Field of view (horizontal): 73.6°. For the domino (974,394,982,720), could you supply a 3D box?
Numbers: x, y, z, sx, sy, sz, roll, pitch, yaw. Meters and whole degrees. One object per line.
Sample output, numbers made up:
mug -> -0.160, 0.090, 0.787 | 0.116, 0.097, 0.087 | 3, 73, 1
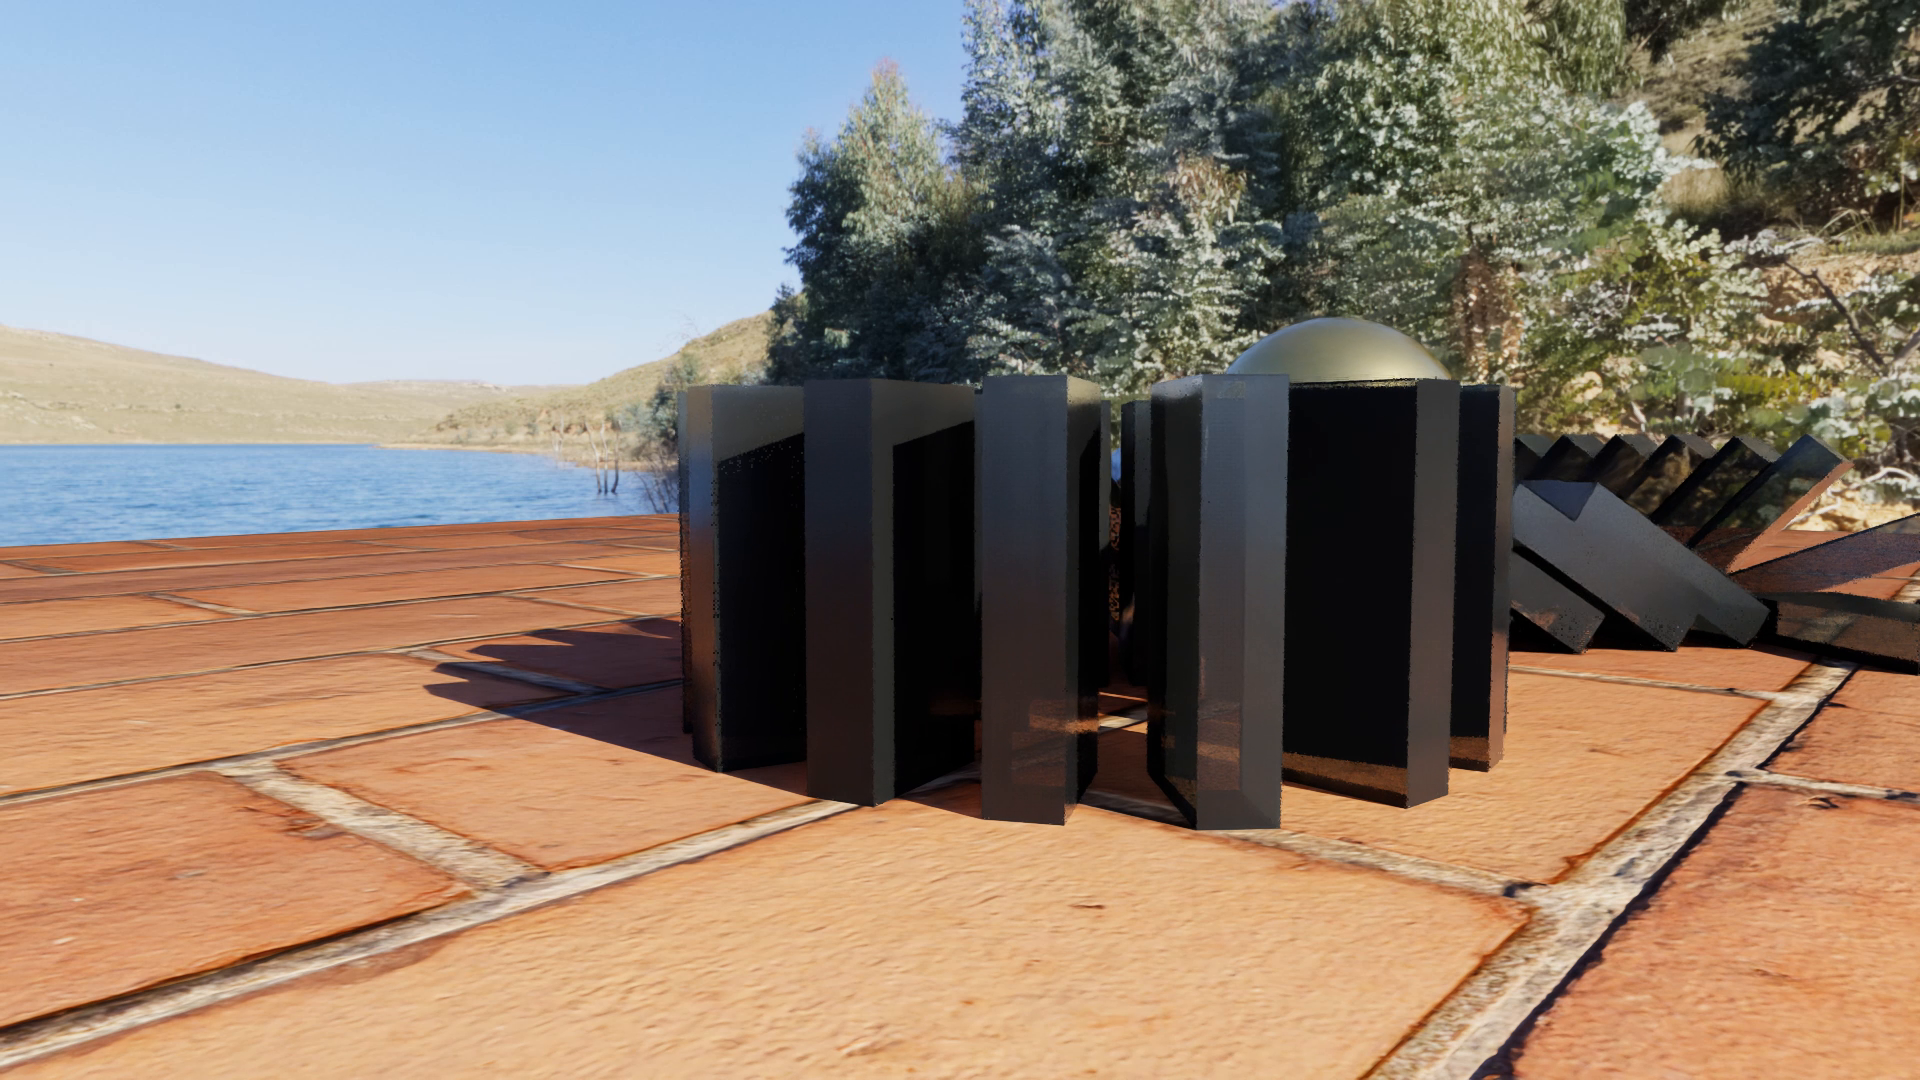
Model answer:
domino -> 0.000, 0.002, 0.201 | 0.025, 0.050, 0.009 | 0, 4, 0

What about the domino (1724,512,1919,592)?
domino -> 0.202, 0.005, 0.294 | 0.050, 0.009, 0.025 | -26, -17, 35

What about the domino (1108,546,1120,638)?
domino -> 0.023, 0.002, 0.261 | 0.010, 0.050, 0.025 | -45, 9, -3

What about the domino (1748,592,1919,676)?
domino -> 0.186, 0.018, 0.261 | 0.025, 0.010, 0.050 | 0, 4, -6

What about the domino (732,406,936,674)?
domino -> -0.024, 0.000, 0.242 | 0.009, 0.050, 0.025 | -31, 18, -24

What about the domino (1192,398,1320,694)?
domino -> 0.053, 0.000, 0.228 | 0.025, 0.050, 0.010 | -4, 6, -44

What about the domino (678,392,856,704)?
domino -> -0.030, 0.001, 0.208 | 0.025, 0.050, 0.010 | 0, 15, 2

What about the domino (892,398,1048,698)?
domino -> 0.002, 0.001, 0.220 | 0.025, 0.050, 0.010 | 1, 5, 16

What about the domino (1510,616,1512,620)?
domino -> 0.087, 0.004, 0.266 | 0.050, 0.009, 0.025 | 36, 0, -8

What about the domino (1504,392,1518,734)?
domino -> 0.069, 0.003, 0.193 | 0.025, 0.050, 0.009 | 1, 4, 8

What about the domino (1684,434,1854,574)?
domino -> 0.189, -0.003, 0.309 | 0.025, 0.050, 0.010 | -1, 45, -50

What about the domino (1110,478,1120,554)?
domino -> 0.036, 0.002, 0.264 | 0.009, 0.050, 0.025 | -45, 9, -3

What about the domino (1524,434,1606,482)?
domino -> 0.151, -0.006, 0.342 | 0.025, 0.050, 0.009 | -5, 45, -48

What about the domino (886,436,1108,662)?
domino -> 0.007, 0.001, 0.257 | 0.009, 0.050, 0.025 | -42, 11, -6

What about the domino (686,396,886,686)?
domino -> -0.030, 0.000, 0.225 | 0.025, 0.050, 0.009 | 1, 24, 20

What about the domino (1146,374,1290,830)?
domino -> 0.030, 0.006, 0.152 | 0.010, 0.050, 0.025 | 0, 4, -4

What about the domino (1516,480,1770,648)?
domino -> 0.143, 0.005, 0.273 | 0.050, 0.010, 0.025 | 32, -3, -13

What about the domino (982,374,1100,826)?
domino -> 0.010, 0.006, 0.154 | 0.010, 0.050, 0.025 | 1, 4, 14

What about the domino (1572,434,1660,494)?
domino -> 0.160, -0.005, 0.334 | 0.025, 0.050, 0.010 | -5, 45, -48

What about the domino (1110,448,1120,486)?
domino -> 0.050, 0.002, 0.264 | 0.050, 0.010, 0.025 | 45, -2, -8

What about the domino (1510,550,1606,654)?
domino -> 0.106, 0.005, 0.268 | 0.050, 0.009, 0.025 | 33, 0, -8

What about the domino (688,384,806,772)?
domino -> -0.023, 0.004, 0.175 | 0.025, 0.050, 0.010 | -2, 5, -30

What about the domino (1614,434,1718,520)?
domino -> 0.170, -0.004, 0.326 | 0.025, 0.050, 0.009 | -5, 45, -48

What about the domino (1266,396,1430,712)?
domino -> 0.064, 0.002, 0.212 | 0.025, 0.050, 0.010 | -2, 5, -26

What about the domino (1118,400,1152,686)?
domino -> 0.035, 0.000, 0.236 | 0.009, 0.050, 0.025 | 0, 4, 2

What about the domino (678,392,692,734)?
domino -> -0.029, 0.003, 0.193 | 0.025, 0.050, 0.009 | -1, 6, -8

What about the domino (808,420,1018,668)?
domino -> -0.010, 0.000, 0.251 | 0.010, 0.050, 0.025 | -36, 14, -12

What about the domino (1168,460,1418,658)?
domino -> 0.068, 0.003, 0.265 | 0.050, 0.009, 0.025 | 39, -1, -8

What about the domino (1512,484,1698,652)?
domino -> 0.126, 0.005, 0.269 | 0.050, 0.009, 0.025 | 32, -3, -13

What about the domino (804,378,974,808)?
domino -> -0.008, 0.005, 0.162 | 0.009, 0.050, 0.025 | 2, 5, 29

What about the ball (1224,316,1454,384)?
ball -> 0.112, -0.026, 0.385 | 0.080, 0.080, 0.080 | 0, 4, 0

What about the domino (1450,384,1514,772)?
domino -> 0.061, 0.004, 0.175 | 0.025, 0.050, 0.010 | 3, 5, 34

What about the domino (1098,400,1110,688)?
domino -> 0.016, 0.000, 0.232 | 0.010, 0.050, 0.025 | -2, 5, -28

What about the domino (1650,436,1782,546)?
domino -> 0.179, -0.003, 0.318 | 0.025, 0.050, 0.010 | -5, 47, -48

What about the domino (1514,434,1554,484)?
domino -> 0.142, -0.006, 0.350 | 0.025, 0.050, 0.009 | -5, 45, -48

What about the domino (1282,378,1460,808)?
domino -> 0.048, 0.006, 0.160 | 0.010, 0.050, 0.025 | -4, 6, -40
